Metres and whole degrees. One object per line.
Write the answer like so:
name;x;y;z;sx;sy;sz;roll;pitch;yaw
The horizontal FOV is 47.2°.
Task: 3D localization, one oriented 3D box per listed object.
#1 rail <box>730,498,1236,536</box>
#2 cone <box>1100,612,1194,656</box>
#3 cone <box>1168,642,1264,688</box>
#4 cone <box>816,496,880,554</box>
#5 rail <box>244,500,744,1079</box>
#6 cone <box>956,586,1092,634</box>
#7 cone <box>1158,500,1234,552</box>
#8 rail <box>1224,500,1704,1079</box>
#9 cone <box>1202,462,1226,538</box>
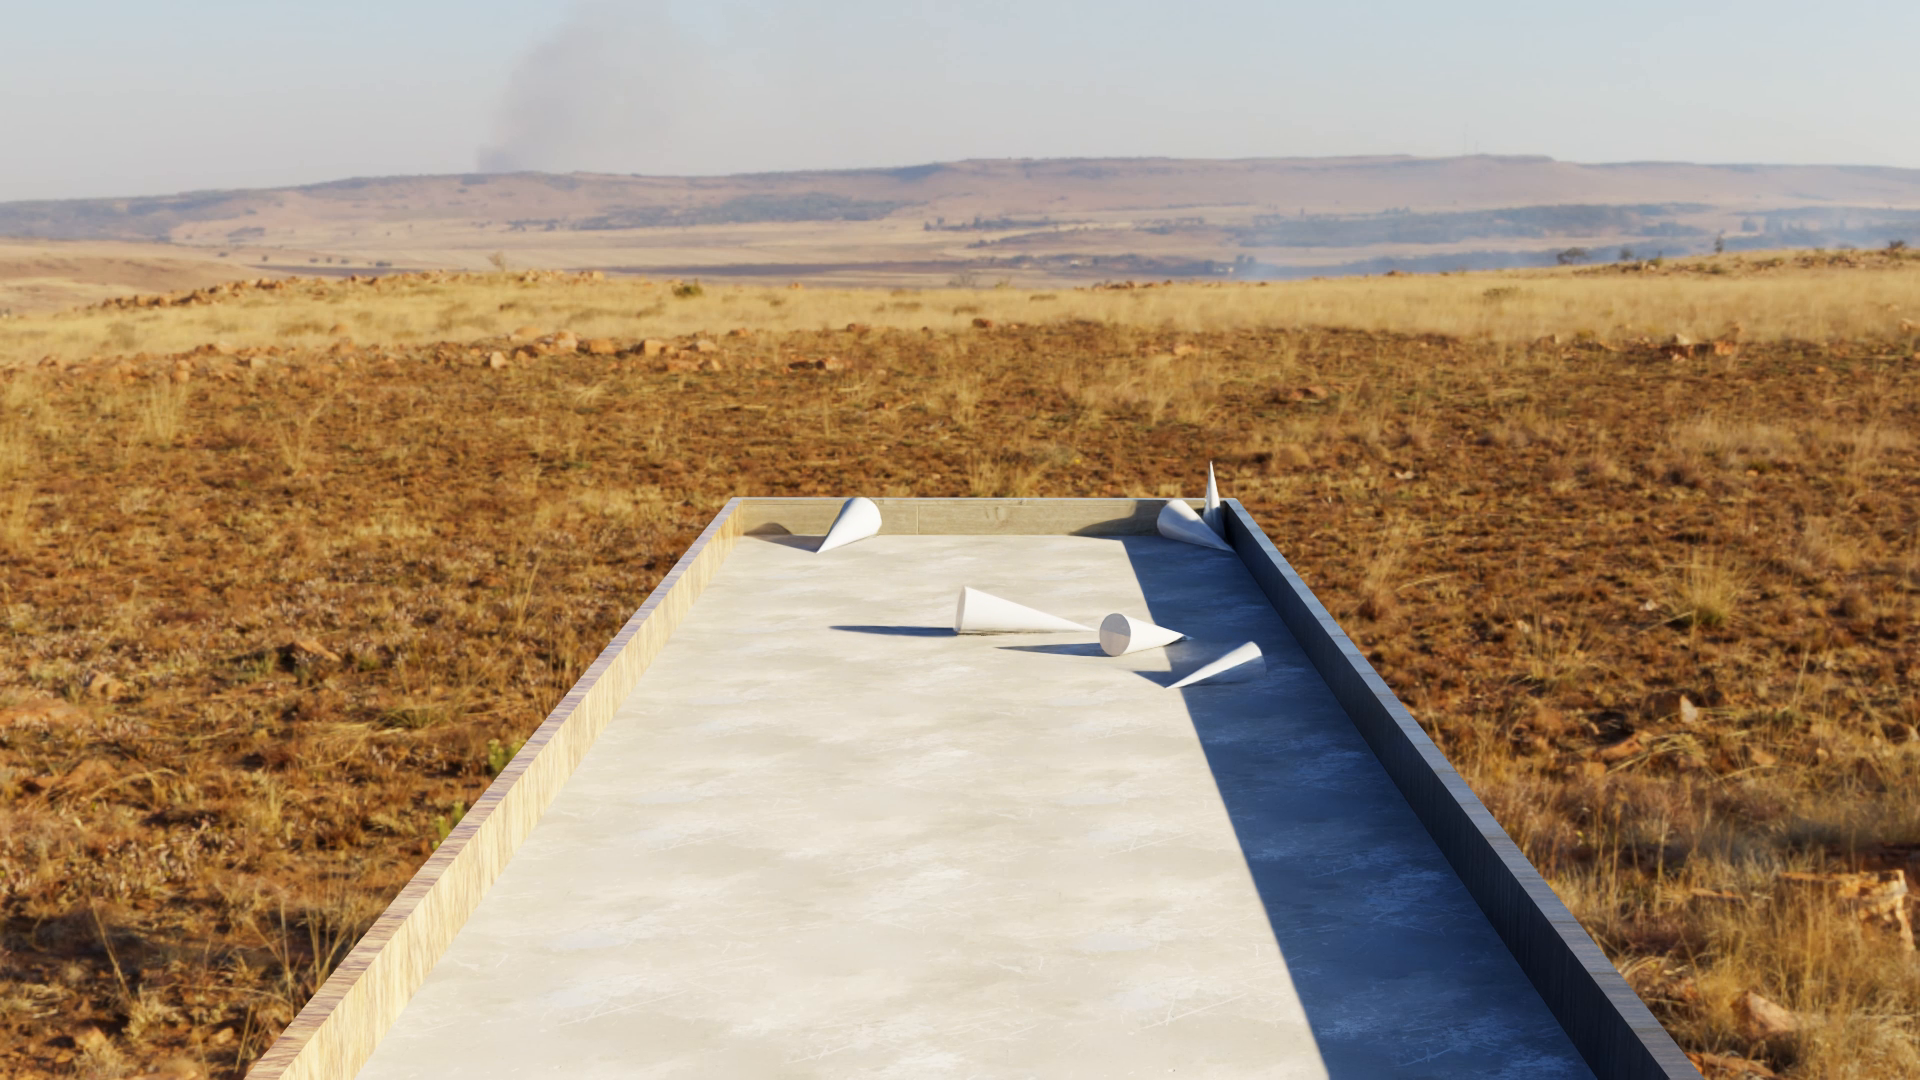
rail;0.099;-0.098;9.147;2.100;0.150;0.050;0;9;1
cone;0.614;0.303;6.890;0.384;0.133;0.133;5;3;-44
cone;0.724;0.389;6.370;0.300;0.117;0.117;-16;15;-22
cone;-0.487;-0.020;8.854;0.179;0.179;0.425;4;22;22
rail;-1.004;0.839;3.234;0.050;0.150;12.000;0;9;1
cone;0.226;0.261;7.112;0.457;0.159;0.159;9;8;-9
cone;0.987;-0.017;8.861;0.164;0.164;0.444;-5;21;-29
rail;1.046;0.843;3.208;0.050;0.150;12.000;0;9;1
cone;1.035;-0.172;9.036;0.106;0.324;0.106;-3;12;1
